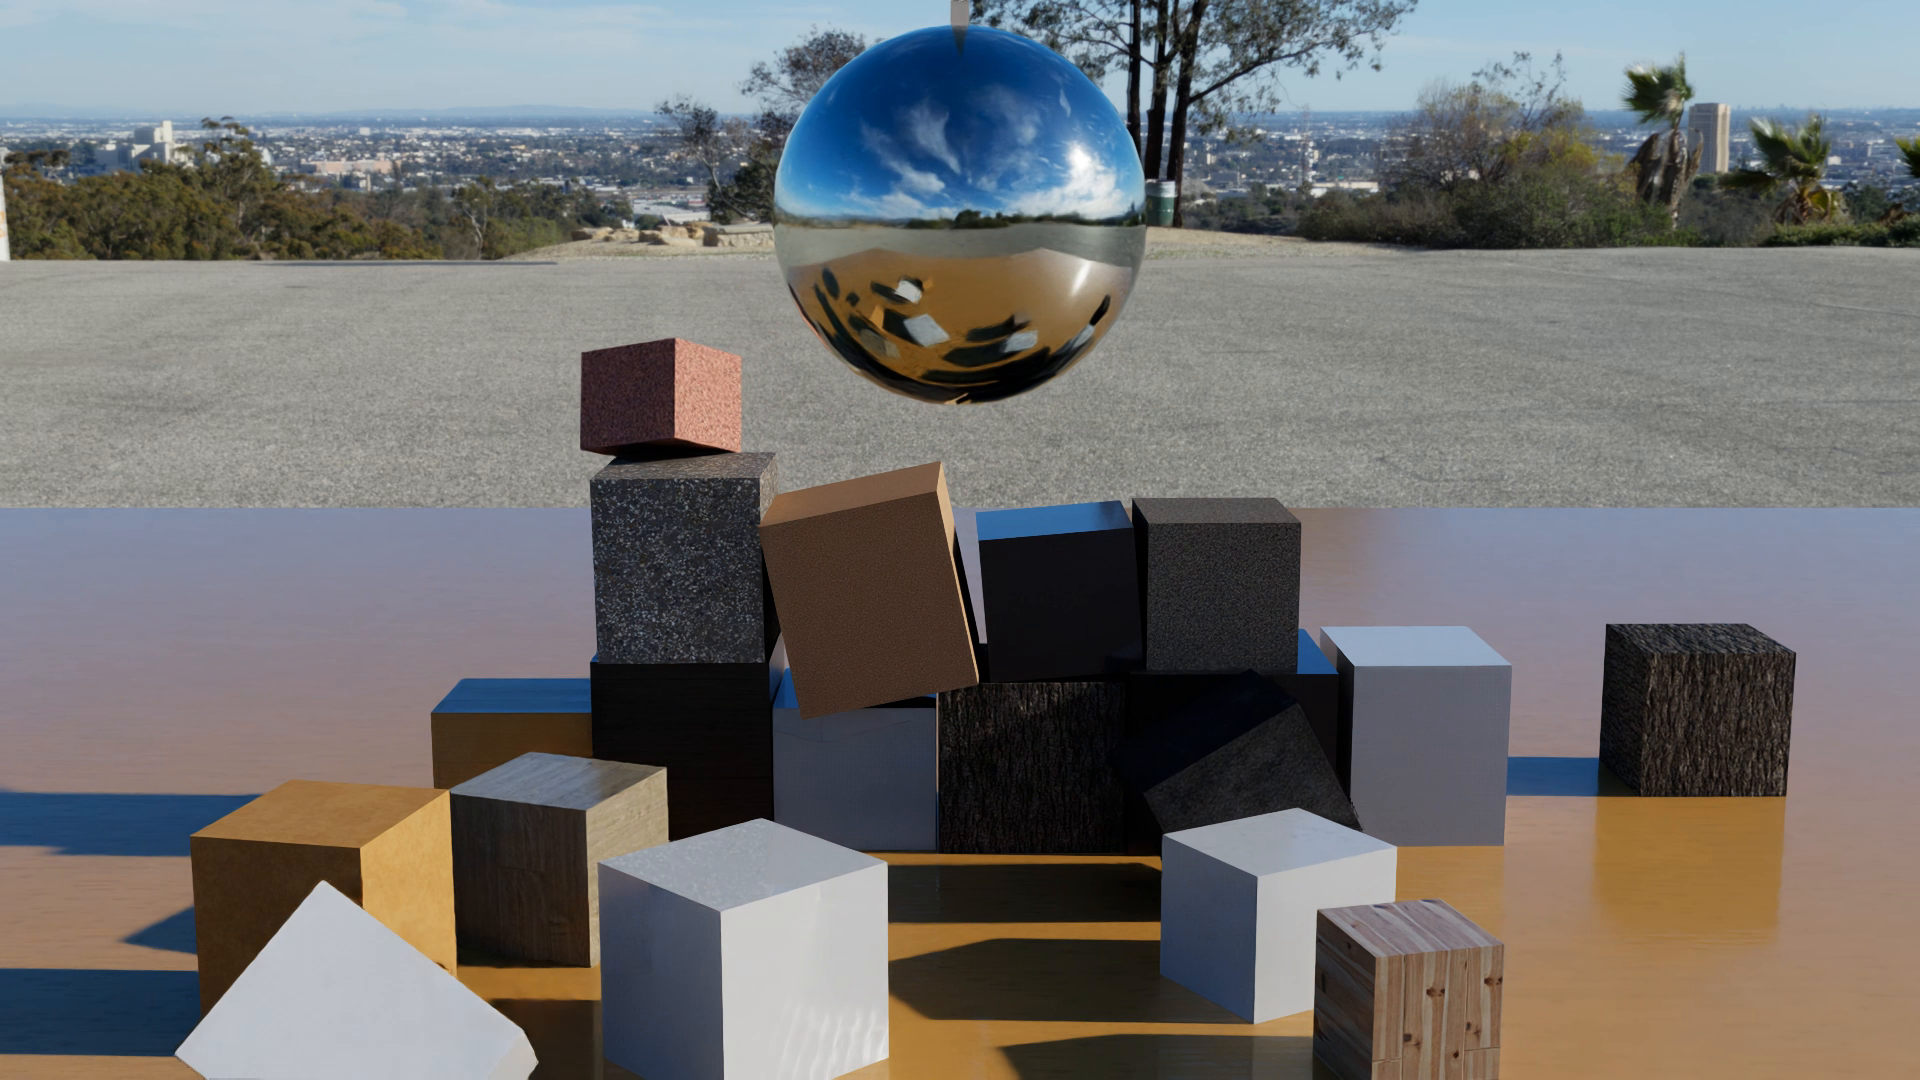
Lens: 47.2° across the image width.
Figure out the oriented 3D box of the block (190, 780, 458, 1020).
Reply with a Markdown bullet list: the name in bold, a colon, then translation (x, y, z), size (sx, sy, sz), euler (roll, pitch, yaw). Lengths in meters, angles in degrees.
- **block**: translation (-2.545, 1.509, 8.875), size (0.715, 0.856, 0.781), euler (2, 11, 12)

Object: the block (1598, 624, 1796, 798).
- **block**: translation (4.074, 0.933, 12.204), size (0.800, 0.798, 0.738), euler (0, 10, -1)

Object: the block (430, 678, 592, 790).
- **block**: translation (-2.234, 1.138, 11.371), size (0.808, 0.692, 0.714), euler (0, 10, 0)

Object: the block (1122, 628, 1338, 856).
- **block**: translation (1.338, 1.023, 11.341), size (1.022, 0.929, 1.011), euler (0, 10, -1)

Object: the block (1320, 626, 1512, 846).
- **block**: translation (2.337, 1.003, 11.434), size (0.786, 0.935, 0.895), euler (0, 10, -2)

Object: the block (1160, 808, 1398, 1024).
- **block**: translation (1.332, 1.561, 9.245), size (0.735, 0.621, 0.636), euler (-6, 12, -31)

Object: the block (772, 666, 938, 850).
- **block**: translation (-0.525, 1.115, 11.388), size (0.808, 0.732, 0.874), euler (0, 10, 0)

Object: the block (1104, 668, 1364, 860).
- **block**: translation (1.268, 1.176, 10.279), size (0.816, 0.708, 0.667), euler (-30, 14, -5)

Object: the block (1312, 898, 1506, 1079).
- **block**: translation (1.693, 1.744, 8.344), size (0.518, 0.583, 0.524), euler (-3, 11, -14)

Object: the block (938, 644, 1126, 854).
- **block**: translation (0.349, 1.055, 11.330), size (0.919, 0.871, 0.884), euler (0, 10, -1)

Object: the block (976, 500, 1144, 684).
- **block**: translation (0.494, 0.248, 11.162), size (0.759, 0.716, 0.821), euler (-5, 10, 0)

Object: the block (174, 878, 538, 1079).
- **block**: translation (-1.898, 1.658, 7.029), size (0.800, 0.666, 0.675), euler (35, -21, 7)

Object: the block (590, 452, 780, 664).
- **block**: translation (-1.366, 0.074, 11.143), size (0.822, 0.916, 0.896), euler (-1, 10, 1)

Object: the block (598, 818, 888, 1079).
- **block**: translation (-0.830, 1.617, 8.458), size (0.799, 0.792, 0.766), euler (-10, 14, -43)

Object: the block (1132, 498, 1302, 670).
- **block**: translation (1.283, 0.209, 11.175), size (0.748, 0.734, 0.774), euler (0, 10, -2)

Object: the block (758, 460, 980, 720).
- **block**: translation (-0.433, 0.232, 11.038), size (0.875, 0.970, 0.962), euler (-12, 10, 3)

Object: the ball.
- **ball**: translation (0.000, -1.371, 9.351), size (1.600, 1.600, 1.600), euler (0, 10, 0)

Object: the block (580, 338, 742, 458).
- **block**: translation (-1.559, -0.716, 11.487), size (0.624, 0.514, 0.547), euler (-5, -9, 31)

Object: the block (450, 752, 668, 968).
- **block**: translation (-1.791, 1.411, 9.827), size (0.719, 0.707, 0.700), euler (4, 11, 21)

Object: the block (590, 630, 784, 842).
- **block**: translation (-1.381, 0.998, 11.361), size (0.883, 0.971, 0.896), euler (0, 10, 0)

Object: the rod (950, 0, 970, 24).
- **rod**: translation (0.000, -4.759, 9.630), size (0.080, 5.200, 0.080), euler (0, -5, 0)
